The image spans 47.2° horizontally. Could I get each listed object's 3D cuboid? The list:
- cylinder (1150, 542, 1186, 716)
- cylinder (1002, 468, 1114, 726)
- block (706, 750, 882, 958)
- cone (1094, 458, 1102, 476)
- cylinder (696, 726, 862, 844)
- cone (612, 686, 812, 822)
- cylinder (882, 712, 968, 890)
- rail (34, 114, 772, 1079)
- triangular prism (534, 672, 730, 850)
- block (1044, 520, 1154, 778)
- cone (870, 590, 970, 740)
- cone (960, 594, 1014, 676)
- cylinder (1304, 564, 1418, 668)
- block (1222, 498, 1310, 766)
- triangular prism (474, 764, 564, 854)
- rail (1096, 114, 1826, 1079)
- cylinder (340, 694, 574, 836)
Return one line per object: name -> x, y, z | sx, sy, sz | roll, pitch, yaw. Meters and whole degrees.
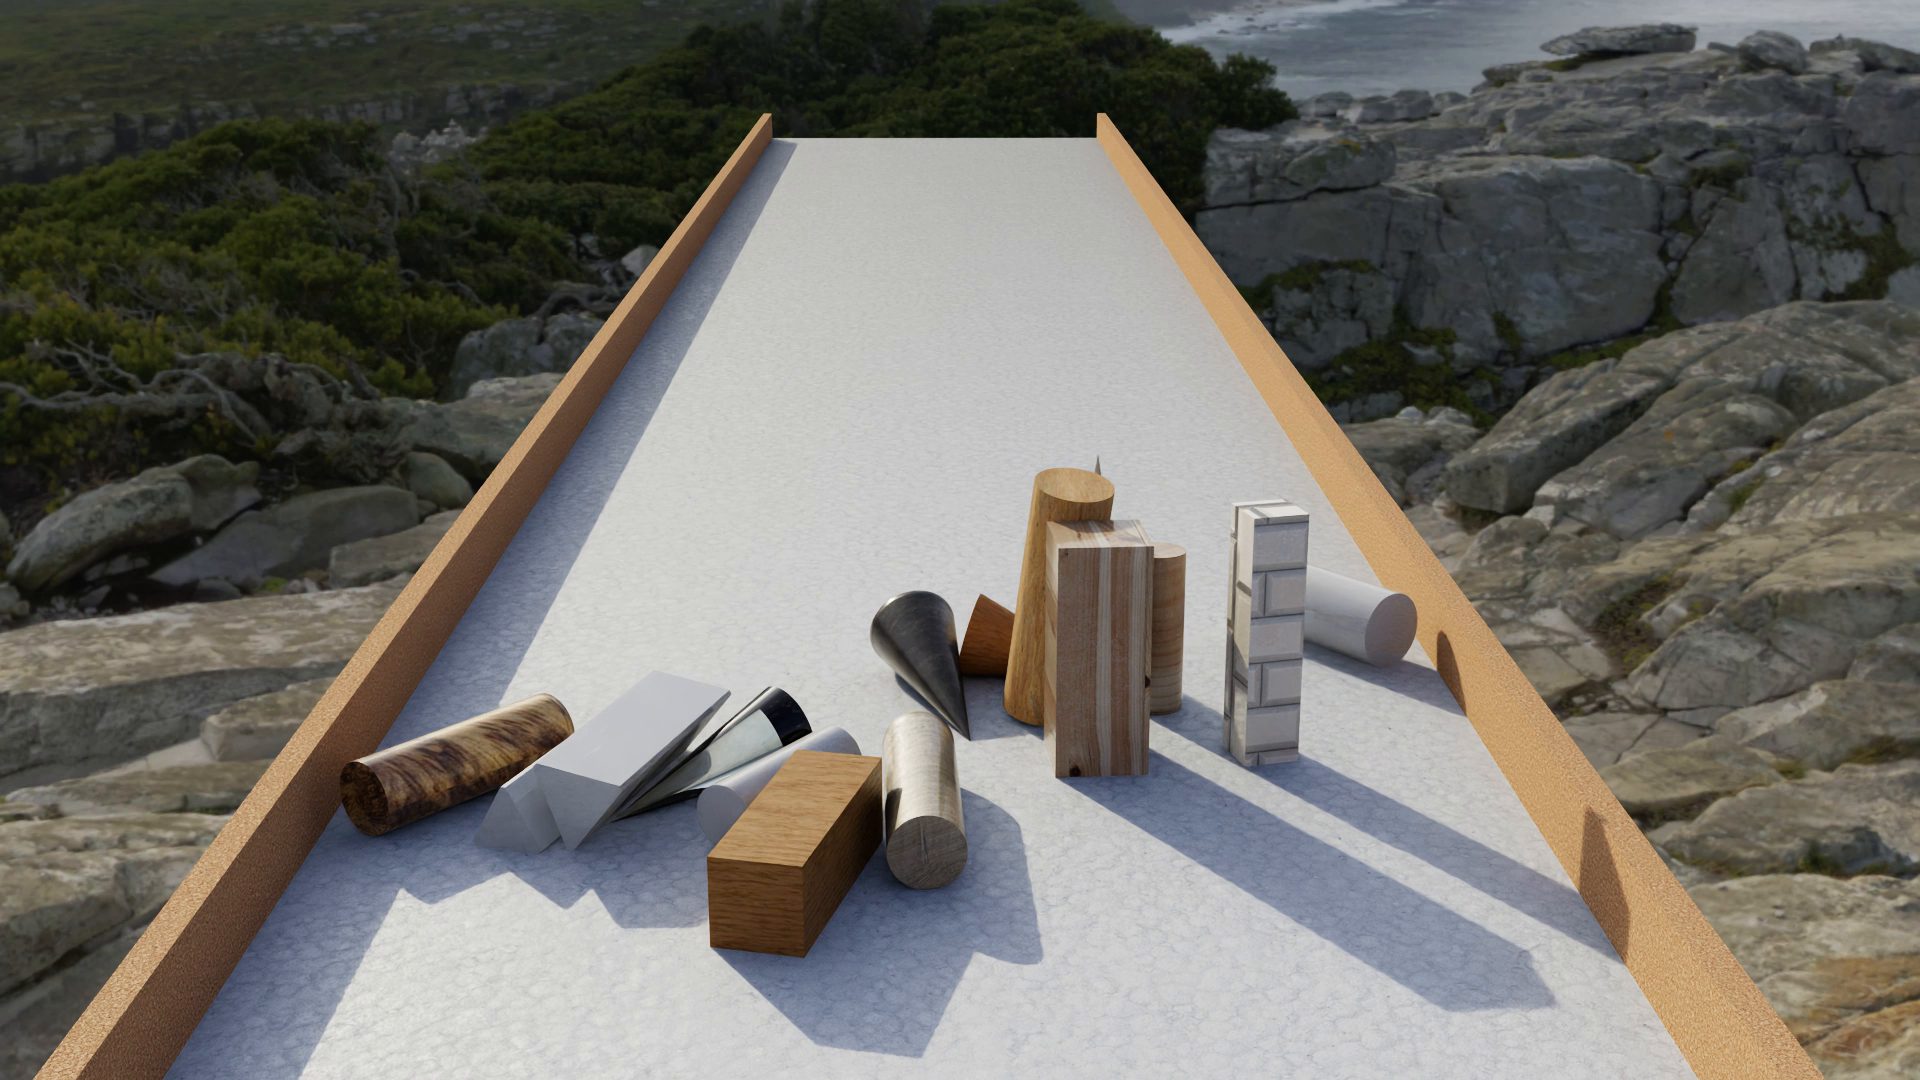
cylinder -> 0.369, 0.166, 4.126 | 0.101, 0.309, 0.101 | 0, 17, 0
cylinder -> 0.178, 0.107, 4.027 | 0.145, 0.460, 0.145 | 6, 26, -3
block -> -0.246, 0.473, 3.382 | 0.144, 0.144, 0.424 | 4, 17, 13
cone -> 0.265, 0.038, 4.335 | 0.148, 0.433, 0.148 | 1, 17, 0
cylinder -> -0.296, 0.409, 3.655 | 0.112, 0.112, 0.309 | 10, 19, 31
cone -> -0.443, 0.398, 3.754 | 0.381, 0.153, 0.153 | -27, 30, -35
cylinder -> -0.061, 0.419, 3.600 | 0.125, 0.125, 0.445 | -1, 17, -3
rail -> -1.118, -0.838, 7.780 | 0.050, 0.150, 12.000 | 0, 17, -1
triangular prism -> -0.567, 0.341, 3.723 | 0.133, 0.154, 0.455 | 42, 23, 2
block -> 0.241, 0.189, 3.859 | 0.164, 0.418, 0.164 | -1, 17, -5
cone -> -0.037, 0.271, 4.165 | 0.173, 0.173, 0.410 | -5, 29, -16
cone -> 0.173, 0.231, 4.309 | 0.327, 0.166, 0.166 | 17, 19, 5
cylinder -> 0.754, 0.141, 4.480 | 0.153, 0.153, 0.333 | -12, 20, -35
block -> 0.538, 0.164, 3.876 | 0.102, 0.456, 0.102 | -5, 17, -15
triangular prism -> -0.669, 0.394, 3.705 | 0.123, 0.107, 0.385 | 6, 17, 18
rail -> 0.932, -0.844, 7.801 | 0.050, 0.150, 12.000 | 0, 17, -1
cylinder -> -0.848, 0.377, 3.736 | 0.128, 0.128, 0.401 | 13, 21, 36
